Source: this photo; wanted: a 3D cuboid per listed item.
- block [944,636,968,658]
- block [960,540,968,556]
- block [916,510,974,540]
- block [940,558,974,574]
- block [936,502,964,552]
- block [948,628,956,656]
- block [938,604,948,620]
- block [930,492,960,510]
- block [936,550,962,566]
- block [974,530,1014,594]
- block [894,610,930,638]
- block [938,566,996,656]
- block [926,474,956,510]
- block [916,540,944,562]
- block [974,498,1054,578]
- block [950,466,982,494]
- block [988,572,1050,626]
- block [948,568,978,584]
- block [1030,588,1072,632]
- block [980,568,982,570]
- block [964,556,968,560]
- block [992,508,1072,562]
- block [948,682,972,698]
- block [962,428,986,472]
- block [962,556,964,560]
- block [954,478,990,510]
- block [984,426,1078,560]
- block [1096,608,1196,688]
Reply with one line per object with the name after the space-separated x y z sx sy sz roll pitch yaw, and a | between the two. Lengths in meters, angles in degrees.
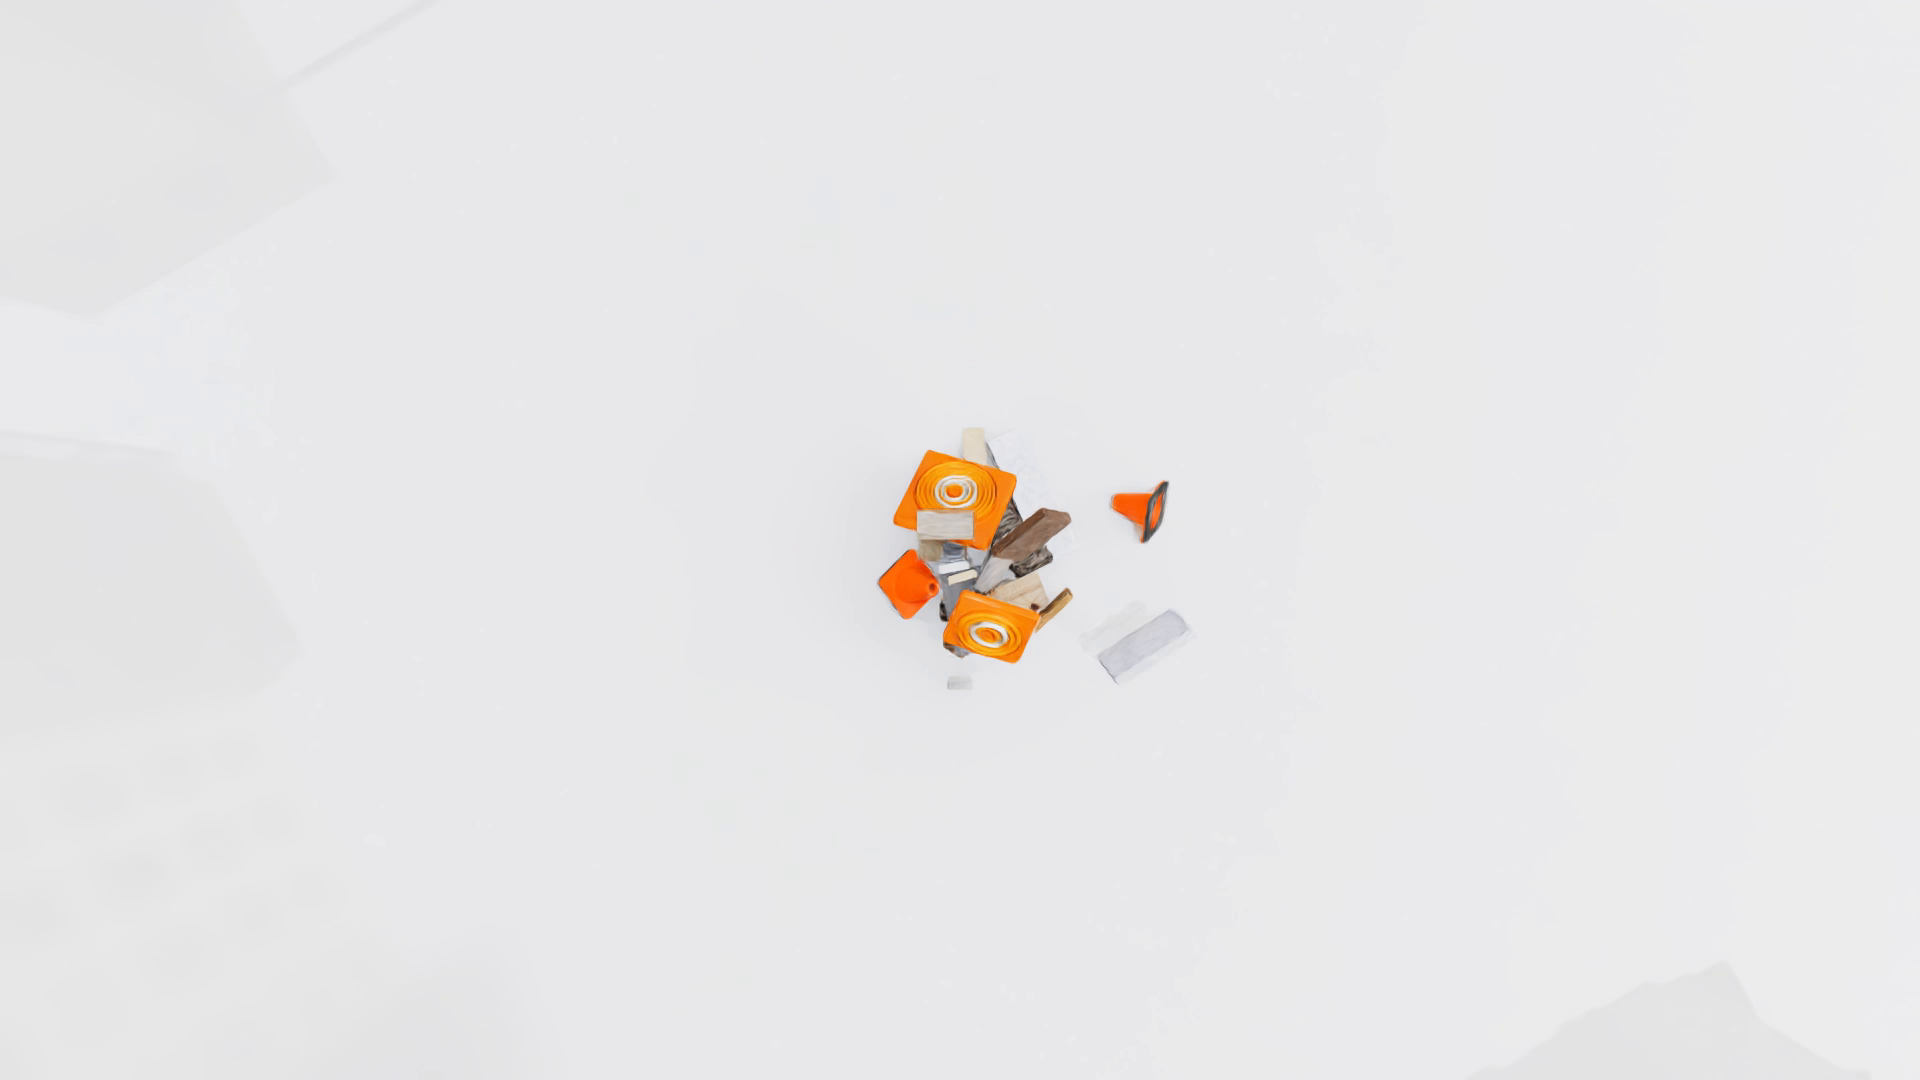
0.030 0.323 5.386 0.081 0.163 0.023 32 134 28 | block
-0.025 -0.034 5.458 0.091 0.026 0.183 -4 71 0 | block
-0.044 -0.047 5.175 0.177 0.025 0.089 1 108 8 | block
-0.010 0.082 5.238 0.089 0.377 0.025 -11 90 3 | block
-0.031 -0.041 5.319 0.078 0.022 0.156 -8 62 11 | block
-0.011 0.339 5.461 0.054 0.015 0.108 -3 126 2 | block
0.000 0.234 5.366 0.133 0.266 0.038 -1 83 0 | block
-0.052 -0.058 5.384 0.091 0.026 0.183 6 95 10 | block
-0.041 0.048 5.289 0.078 0.156 0.022 -12 102 -4 | block
0.134 0.055 5.122 0.033 0.117 0.234 41 127 15 | block
-0.161 0.282 5.492 0.108 0.015 0.054 26 90 0 | block
0.025 0.223 5.213 0.133 0.038 0.266 -12 90 0 | block
-0.049 -0.119 5.456 0.091 0.026 0.183 28 74 5 | block
-0.090 0.006 5.243 0.078 0.156 0.022 6 133 1 | block
0.166 -0.007 5.391 0.138 0.039 0.276 -25 60 -27 | block
0.014 -0.164 5.449 0.074 0.021 0.148 21 74 4 | block
0.190 0.186 5.266 0.033 0.234 0.117 -24 87 40 | block
0.008 0.113 5.106 0.089 0.177 0.025 -16 89 0 | block
0.293 0.225 5.282 0.163 0.081 0.023 -44 99 10 | block
0.007 0.128 5.366 0.133 0.266 0.038 -9 96 0 | block
0.001 0.053 5.477 0.045 0.013 0.091 -7 68 1 | block
0.213 -0.015 4.946 0.234 0.117 0.033 -39 56 36 | block
0.000 0.486 5.357 0.081 0.286 0.023 0 90 0 | block
0.048 -0.299 5.468 0.074 0.021 0.148 -2 74 -3 | block
-0.009 0.057 5.449 0.045 0.013 0.091 -9 73 -2 | block
0.015 -0.132 5.410 0.148 0.021 0.074 -29 86 -3 | block
0.237 -0.146 5.461 0.138 0.039 0.445 -25 90 -17 | block
0.564 0.324 5.007 0.276 0.138 0.039 -32 124 -2 | block
